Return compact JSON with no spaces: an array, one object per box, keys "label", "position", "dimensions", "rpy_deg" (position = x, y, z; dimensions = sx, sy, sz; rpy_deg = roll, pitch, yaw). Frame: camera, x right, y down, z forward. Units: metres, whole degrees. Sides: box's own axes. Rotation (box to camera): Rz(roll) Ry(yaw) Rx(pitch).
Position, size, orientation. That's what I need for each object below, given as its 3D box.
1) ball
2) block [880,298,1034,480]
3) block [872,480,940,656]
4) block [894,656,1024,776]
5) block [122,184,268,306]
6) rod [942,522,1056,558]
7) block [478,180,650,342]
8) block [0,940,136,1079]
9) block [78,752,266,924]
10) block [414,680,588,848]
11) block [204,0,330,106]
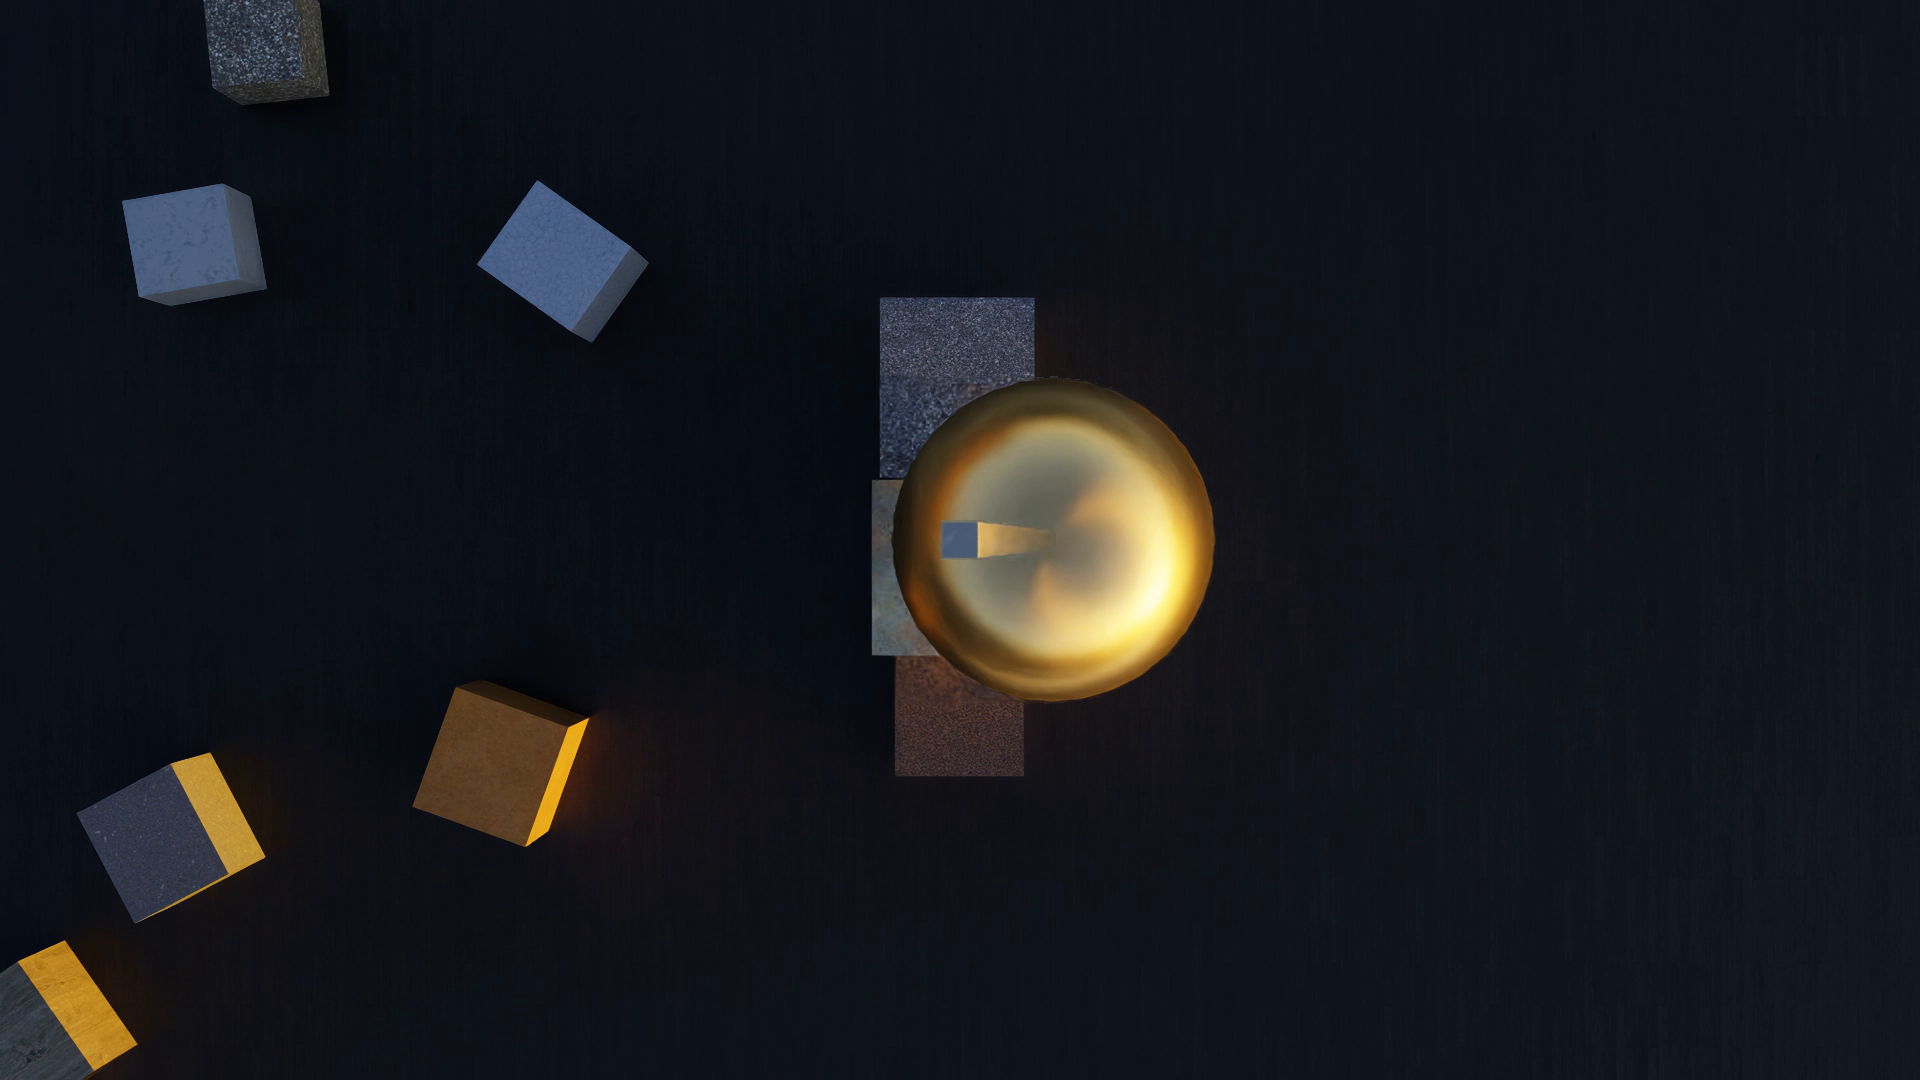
[{"label":"ball","position":[0.460,0.000,10.894],"dimensions":[1.600,1.600,1.600],"rpy_deg":[0,90,0]},{"label":"block","position":[-0.015,-0.831,12.497],"dimensions":[0.843,1.005,0.982],"rpy_deg":[0,90,0]},{"label":"block","position":[0.005,0.152,12.520],"dimensions":[0.978,0.959,0.960],"rpy_deg":[0,90,0]},{"label":"block","position":[-0.004,0.981,12.654],"dimensions":[0.722,0.692,0.682],"rpy_deg":[0,90,0]},{"label":"block","position":[-4.430,-1.705,12.752],"dimensions":[0.581,0.497,0.553],"rpy_deg":[-10,90,0]},{"label":"rod","position":[0.199,0.000,7.504],"dimensions":[0.080,5.200,0.080],"rpy_deg":[0,90,4]},{"label":"block","position":[-2.269,-1.589,12.646],"dimensions":[0.646,0.707,0.581],"rpy_deg":[35,90,0]},{"label":"block","position":[-5.332,2.852,12.674],"dimensions":[0.624,0.652,0.750],"rpy_deg":[-35,90,0]},{"label":"block","position":[-4.533,1.705,12.673],"dimensions":[0.598,0.655,0.700],"rpy_deg":[-28,90,0]},{"label":"block","position":[-2.630,1.272,12.658],"dimensions":[0.672,0.684,0.712],"rpy_deg":[20,90,0]},{"label":"block","position":[-4.015,-2.874,12.745],"dimensions":[0.521,0.510,0.555],"rpy_deg":[-6,90,0]}]
